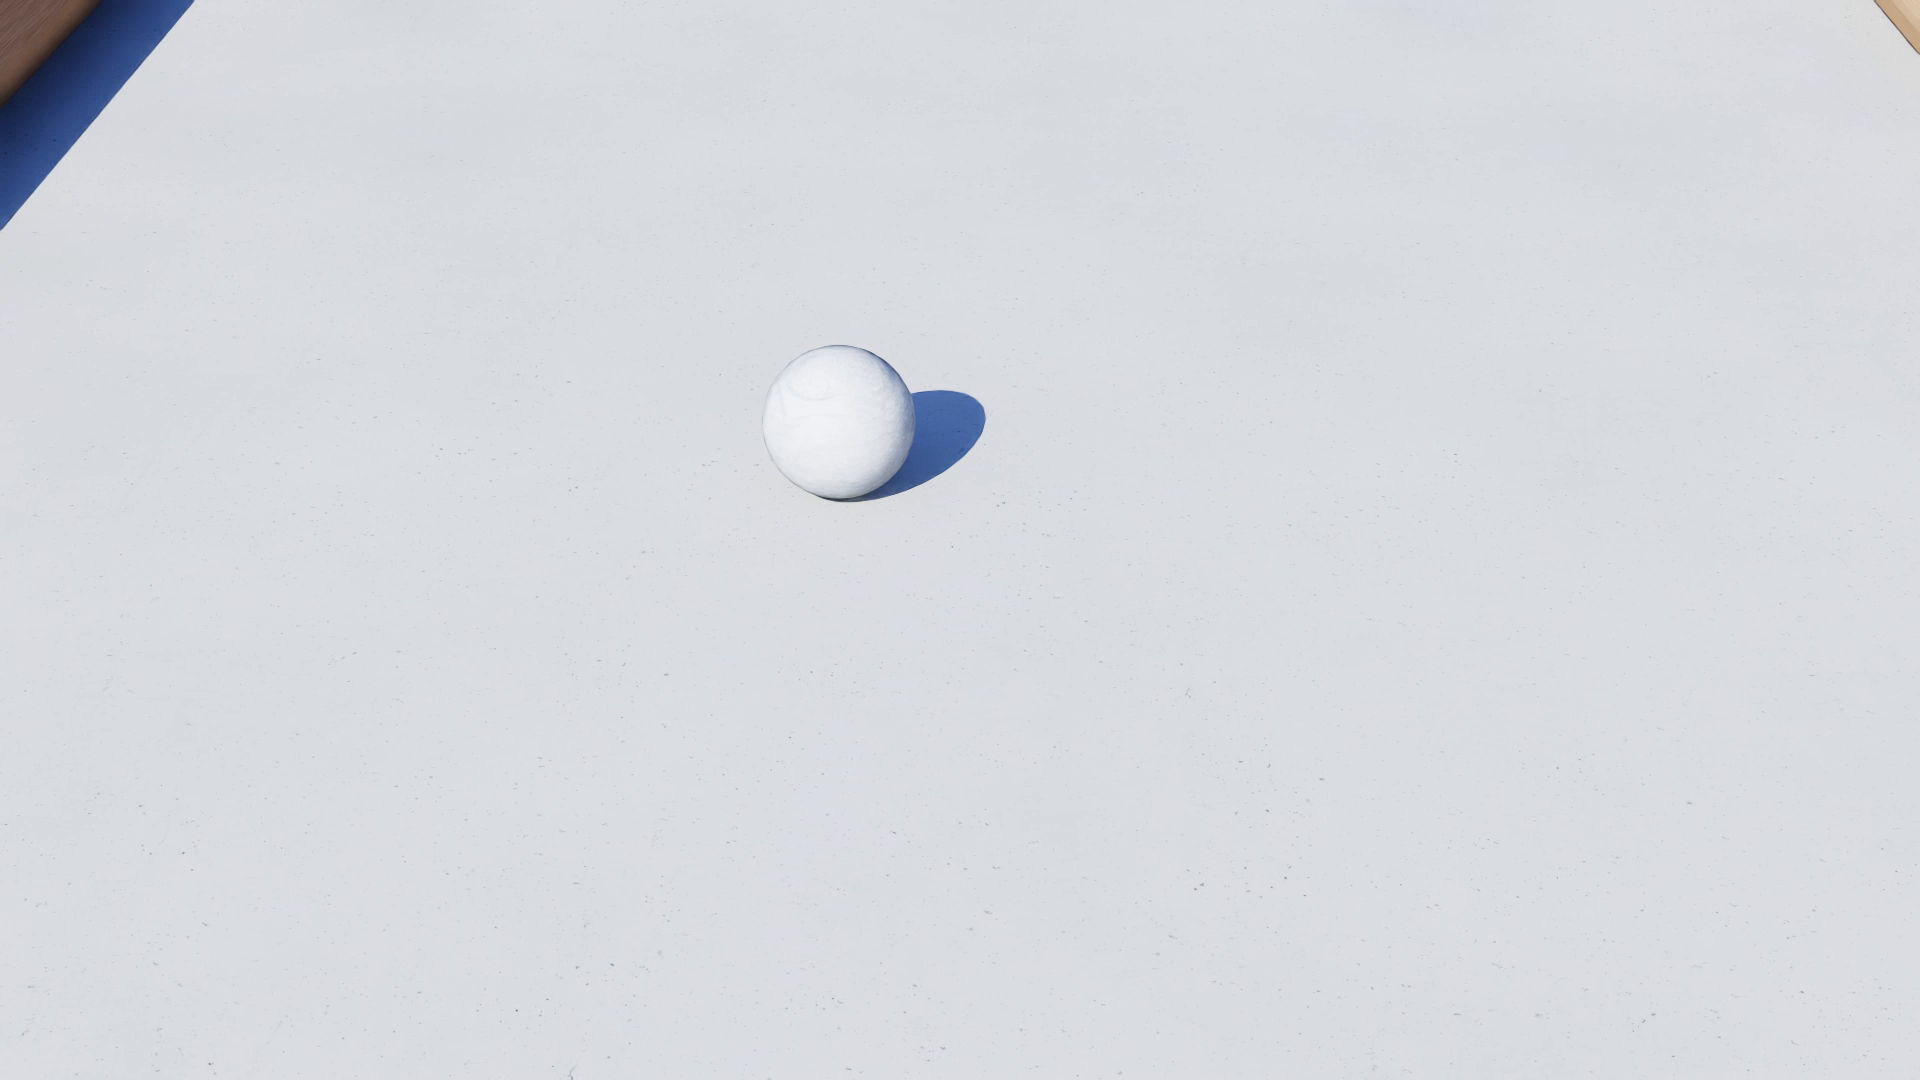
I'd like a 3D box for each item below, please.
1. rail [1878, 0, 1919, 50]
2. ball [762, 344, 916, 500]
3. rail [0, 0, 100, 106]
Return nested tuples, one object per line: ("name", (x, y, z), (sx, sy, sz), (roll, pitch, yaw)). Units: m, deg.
("rail", (0.864, -0.389, 2.470), (0.045, 0.130, 3.168), (1, 28, 1))
("ball", (-0.078, -0.077, 1.907), (0.100, 0.100, 0.100), (0, 28, 0))
("rail", (-0.827, -0.408, 2.505), (0.045, 0.130, 3.168), (1, 28, 1))
